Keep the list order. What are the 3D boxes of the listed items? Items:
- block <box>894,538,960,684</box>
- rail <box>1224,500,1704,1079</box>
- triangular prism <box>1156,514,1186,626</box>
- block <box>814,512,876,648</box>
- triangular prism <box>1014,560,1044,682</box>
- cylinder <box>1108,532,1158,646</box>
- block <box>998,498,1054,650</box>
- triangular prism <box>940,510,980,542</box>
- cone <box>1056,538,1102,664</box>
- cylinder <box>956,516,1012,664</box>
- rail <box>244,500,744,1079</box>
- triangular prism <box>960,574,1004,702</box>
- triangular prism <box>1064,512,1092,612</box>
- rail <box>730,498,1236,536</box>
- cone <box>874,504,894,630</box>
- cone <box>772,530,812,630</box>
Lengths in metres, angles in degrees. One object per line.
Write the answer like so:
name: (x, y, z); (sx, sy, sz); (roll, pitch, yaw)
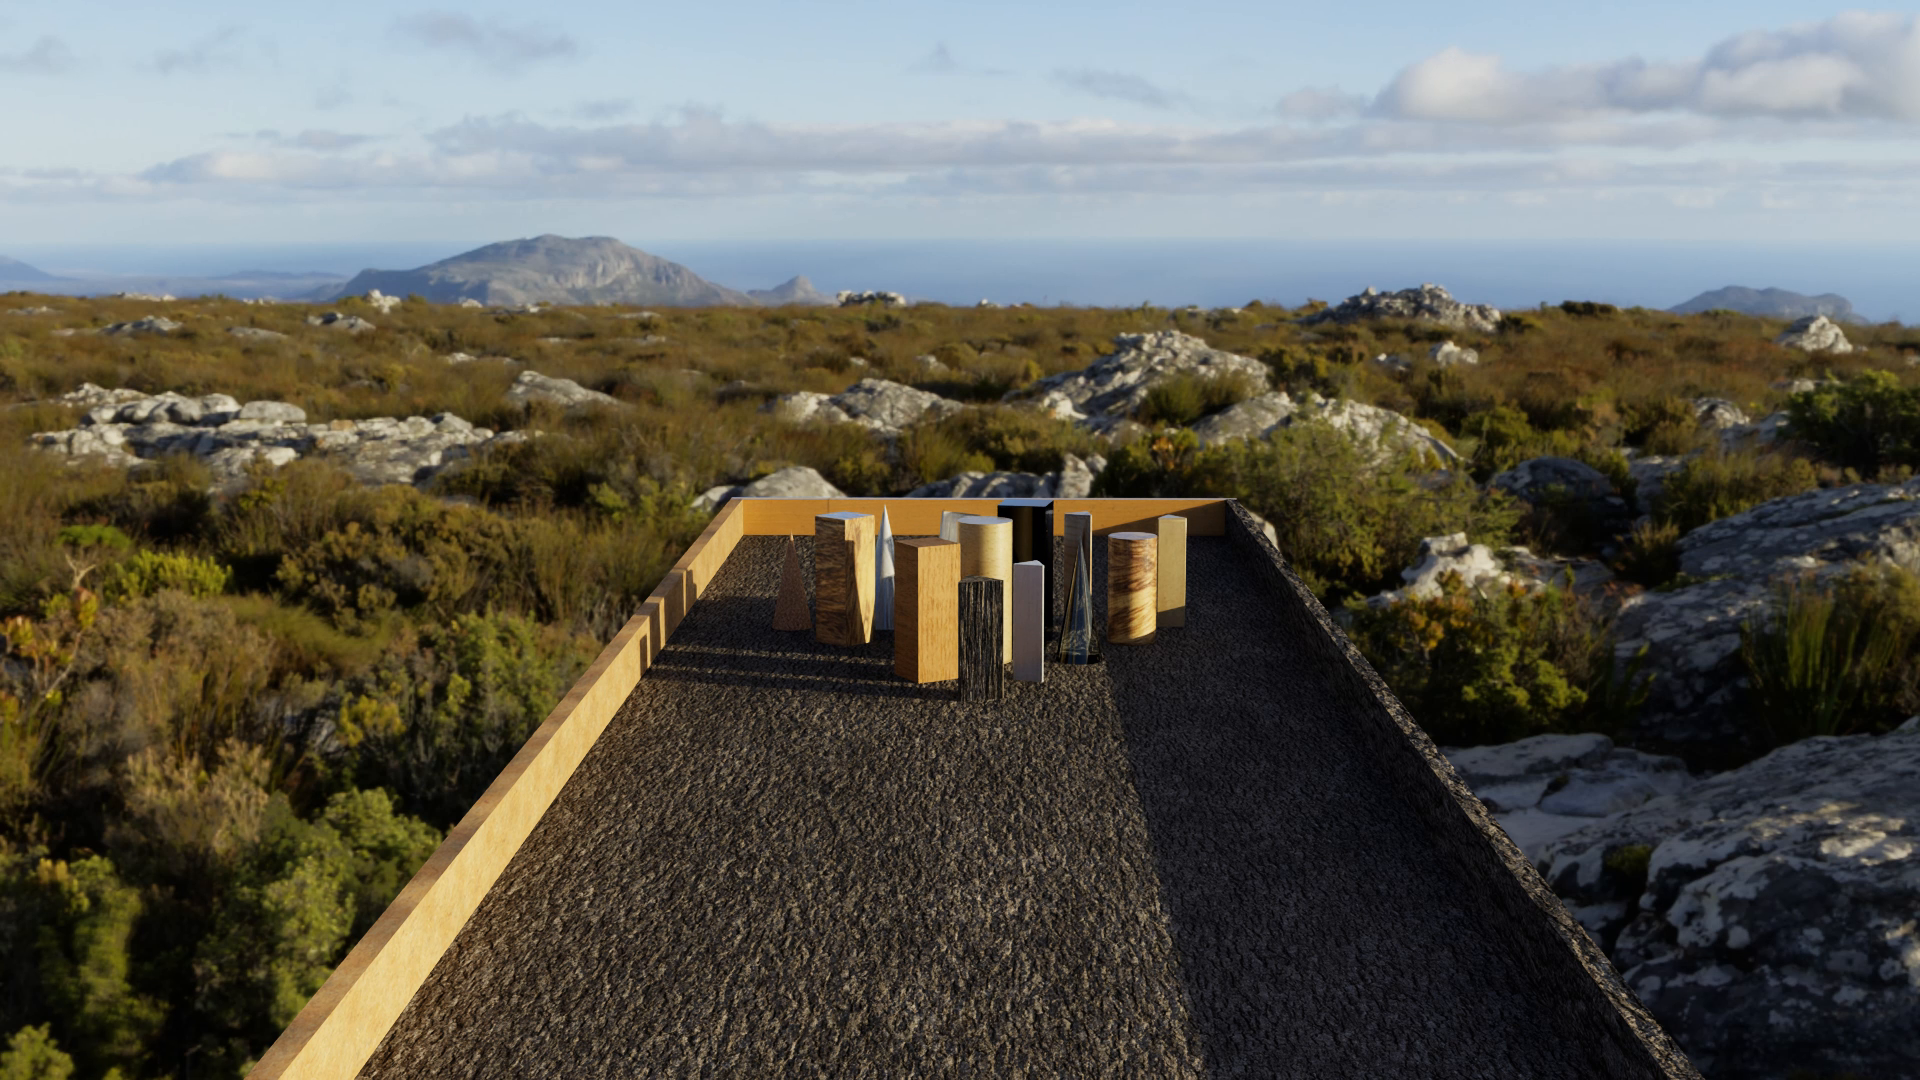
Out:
block: (-0.096, 0.204, 6.446); (0.141, 0.400, 0.141); (-5, 10, -30)
rail: (1.046, 0.843, 3.208); (0.050, 0.150, 12.000); (0, 9, 1)
triangular prism: (0.688, 0.100, 7.228); (0.093, 0.360, 0.080); (-1, 9, -4)
block: (-0.363, 0.122, 6.950); (0.133, 0.404, 0.133); (8, 12, 41)
triangular prism: (0.211, 0.235, 6.427); (0.091, 0.343, 0.079); (3, 10, 19)
cylinder: (0.545, 0.154, 6.957); (0.154, 0.339, 0.154); (0, 9, 0)
block: (0.205, 0.106, 6.899); (0.151, 0.451, 0.151); (2, 9, 12)
triangular prism: (-0.039, 0.114, 6.975); (0.130, 0.406, 0.113); (6, 0, -24)
cone: (0.363, 0.173, 6.675); (0.143, 0.389, 0.143); (0, 9, 0)
cylinder: (0.075, 0.153, 6.674); (0.168, 0.430, 0.168); (0, 9, 0)
rail: (-1.004, 0.839, 3.234); (0.050, 0.150, 12.000); (0, 9, 1)
triangular prism: (0.043, 0.274, 6.202); (0.131, 0.338, 0.114); (-3, 9, -17)
triangular prism: (0.400, 0.095, 7.214); (0.094, 0.373, 0.082); (4, 10, 23)
rail: (0.099, -0.098, 9.147); (2.100, 0.150, 0.050); (0, 9, 1)
cone: (-0.245, 0.080, 7.213); (0.172, 0.403, 0.172); (0, 9, 0)
cone: (-0.550, 0.125, 7.191); (0.133, 0.322, 0.133); (0, 9, 0)
